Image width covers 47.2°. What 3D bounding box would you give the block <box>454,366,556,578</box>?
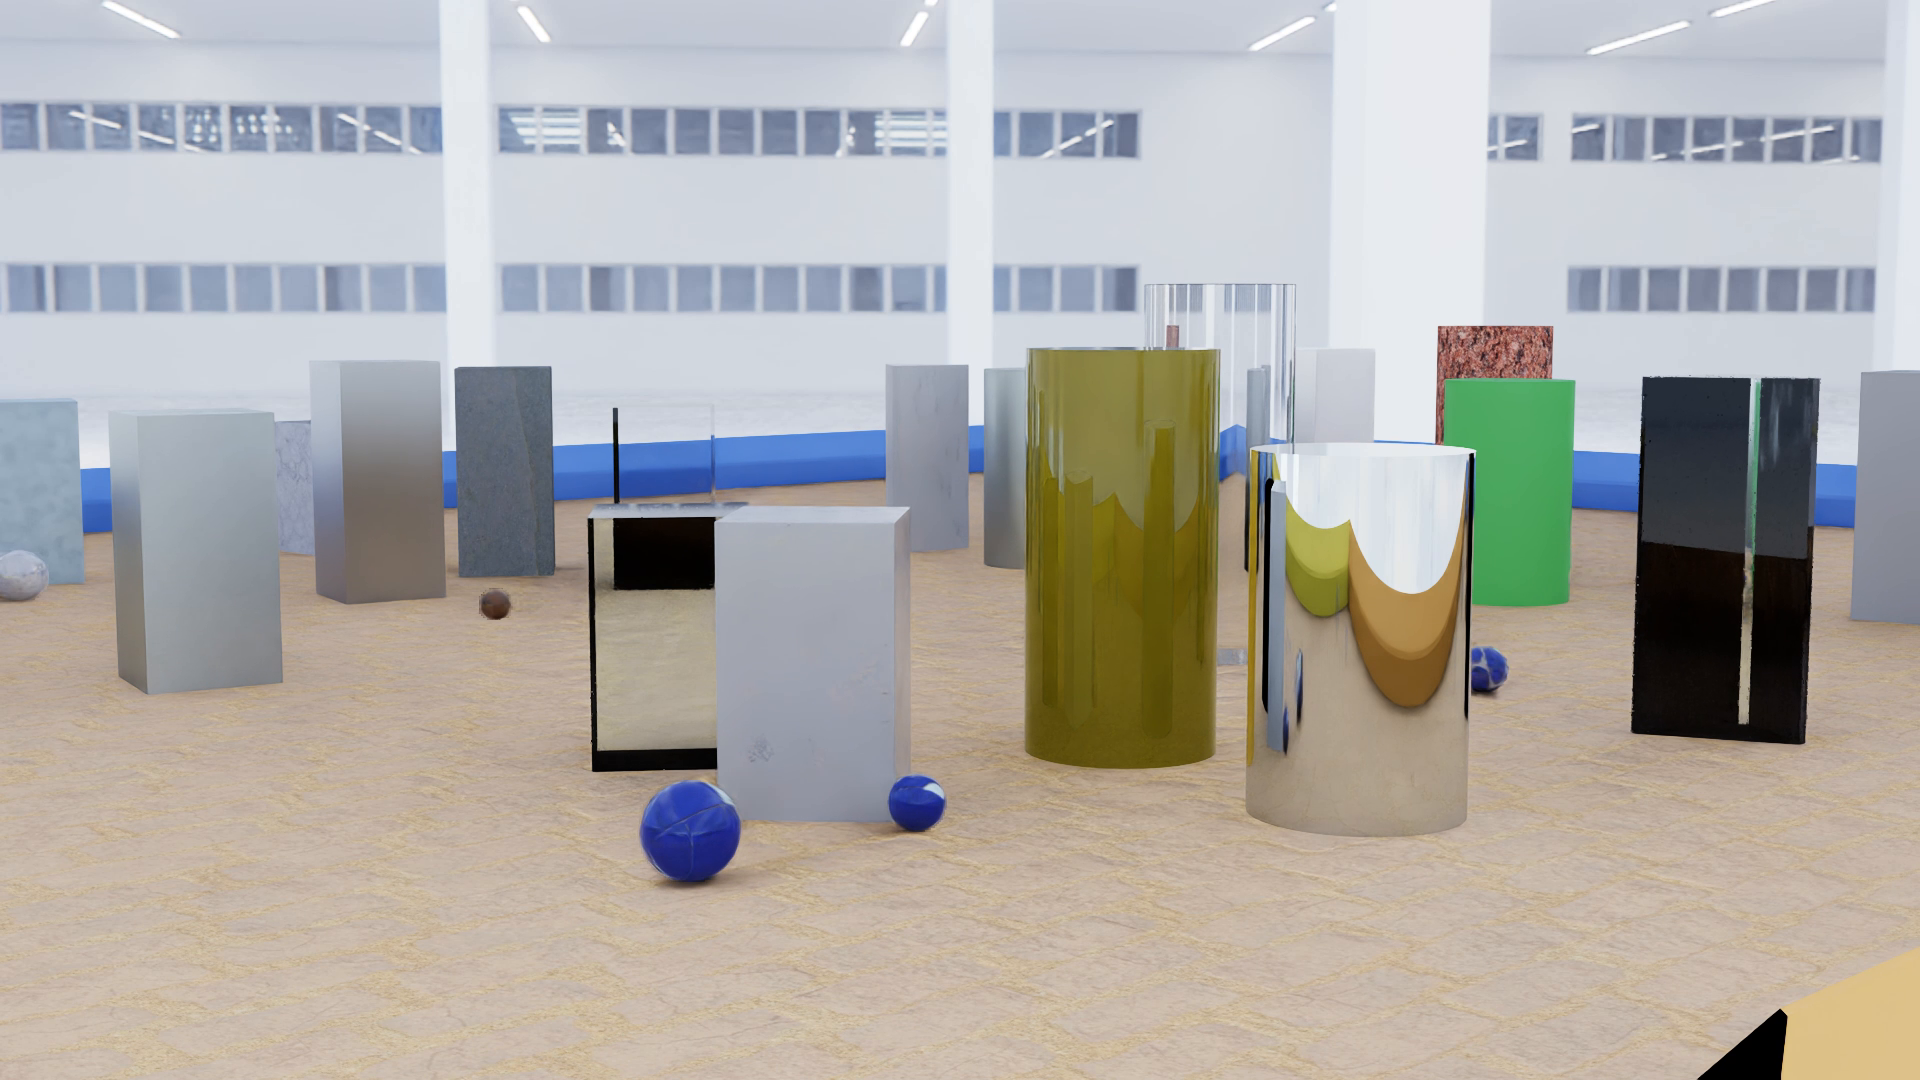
[{"bbox_3d":[-0.771,-0.120,3.738,0.156,0.347,0.156,-1,6,-9],"label":"block"}]

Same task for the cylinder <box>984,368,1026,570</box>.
[{"bbox_3d":[0.139,-0.128,3.847,0.194,0.342,0.194,0,6,0],"label":"cylinder"}]

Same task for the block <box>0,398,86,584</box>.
[{"bbox_3d":[-1.533,-0.081,3.615,0.156,0.296,0.156,-3,7,-25],"label":"block"}]

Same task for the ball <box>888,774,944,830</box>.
[{"bbox_3d":[-0.037,0.225,1.884,0.049,0.049,0.049,0,6,0],"label":"ball"}]

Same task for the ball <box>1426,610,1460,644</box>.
[{"bbox_3d":[0.645,0.116,2.937,0.045,0.045,0.045,0,6,0],"label":"ball"}]

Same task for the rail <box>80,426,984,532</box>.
[{"bbox_3d":[-1.323,-0.117,4.757,4.269,0.126,0.045,-5,8,-42],"label":"rail"}]

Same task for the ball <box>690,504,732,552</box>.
[{"bbox_3d":[-0.419,-0.022,3.760,0.082,0.082,0.082,0,6,0],"label":"ball"}]

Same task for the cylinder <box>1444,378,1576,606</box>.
[{"bbox_3d":[0.842,-0.078,3.385,0.194,0.337,0.194,0,6,0],"label":"cylinder"}]

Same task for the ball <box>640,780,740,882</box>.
[{"bbox_3d":[-0.211,0.227,1.718,0.079,0.079,0.079,0,6,0],"label":"ball"}]

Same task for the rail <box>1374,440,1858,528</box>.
[{"bbox_3d":[1.551,-0.116,4.756,0.045,0.126,3.948,-5,8,-42],"label":"rail"}]

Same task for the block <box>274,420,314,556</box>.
[{"bbox_3d":[-1.163,-0.101,4.078,0.156,0.238,0.156,5,8,42],"label":"block"}]

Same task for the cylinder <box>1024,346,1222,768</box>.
[{"bbox_3d":[0.162,0.011,2.214,0.194,0.406,0.194,0,6,0],"label":"cylinder"}]

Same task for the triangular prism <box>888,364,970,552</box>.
[{"bbox_3d":[-0.094,-0.157,4.118,0.168,0.343,0.146,-4,7,-37],"label":"triangular prism"}]

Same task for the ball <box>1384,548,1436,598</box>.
[{"bbox_3d":[0.697,0.050,3.409,0.078,0.078,0.078,0,6,0],"label":"ball"}]

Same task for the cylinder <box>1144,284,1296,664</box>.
[{"bbox_3d":[0.333,-0.090,2.836,0.194,0.476,0.194,0,6,0],"label":"cylinder"}]

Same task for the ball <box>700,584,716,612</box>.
[{"bbox_3d":[-0.363,0.085,3.255,0.041,0.041,0.041,0,6,0],"label":"ball"}]

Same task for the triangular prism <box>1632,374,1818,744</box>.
[{"bbox_3d":[0.814,0.013,2.337,0.168,0.375,0.146,2,6,21],"label":"triangular prism"}]

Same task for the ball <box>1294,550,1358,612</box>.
[{"bbox_3d":[0.539,0.060,3.242,0.093,0.093,0.093,0,6,0],"label":"ball"}]

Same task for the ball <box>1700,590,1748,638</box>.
[{"bbox_3d":[1.038,0.101,2.988,0.064,0.064,0.064,0,6,0],"label":"ball"}]

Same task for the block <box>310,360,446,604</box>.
[{"bbox_3d":[-0.905,-0.095,3.416,0.156,0.365,0.156,-4,7,-33],"label":"block"}]

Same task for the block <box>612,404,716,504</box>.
[{"bbox_3d":[-0.484,-0.077,3.616,0.156,0.288,0.156,0,6,-4],"label":"block"}]

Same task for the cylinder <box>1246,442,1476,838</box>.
[{"bbox_3d":[0.352,0.081,1.940,0.194,0.323,0.194,0,6,0],"label":"cylinder"}]

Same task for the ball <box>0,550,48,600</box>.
[{"bbox_3d":[-1.440,0.054,3.371,0.077,0.077,0.077,0,6,0],"label":"ball"}]

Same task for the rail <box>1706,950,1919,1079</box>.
[{"bbox_3d":[1.323,0.182,1.907,4.269,0.126,0.045,-5,8,-42],"label":"rail"}]

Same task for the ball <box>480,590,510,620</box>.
[{"bbox_3d":[-0.668,0.094,3.162,0.043,0.043,0.043,0,6,0],"label":"ball"}]

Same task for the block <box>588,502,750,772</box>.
[{"bbox_3d":[-0.287,0.093,2.196,0.156,0.246,0.156,-1,6,-6],"label":"block"}]

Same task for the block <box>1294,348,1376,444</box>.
[{"bbox_3d":[0.699,-0.190,4.307,0.156,0.369,0.156,-4,7,-34],"label":"block"}]

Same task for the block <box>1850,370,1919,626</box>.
[{"bbox_3d":[1.396,-0.064,3.163,0.156,0.355,0.156,5,8,41],"label":"block"}]

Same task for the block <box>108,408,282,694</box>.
[{"bbox_3d":[-0.917,0.008,2.637,0.156,0.323,0.156,-4,7,-32],"label":"block"}]

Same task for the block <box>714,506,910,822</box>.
[{"bbox_3d":[-0.129,0.107,1.982,0.156,0.262,0.156,0,6,4],"label":"block"}]

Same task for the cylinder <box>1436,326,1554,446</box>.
[{"bbox_3d":[0.924,-0.163,3.817,0.194,0.416,0.194,0,6,0],"label":"cylinder"}]

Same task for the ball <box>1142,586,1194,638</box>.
[{"bbox_3d":[0.282,0.097,2.981,0.069,0.069,0.069,0,6,0],"label":"ball"}]

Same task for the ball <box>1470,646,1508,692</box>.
[{"bbox_3d":[0.610,0.150,2.561,0.055,0.055,0.055,0,6,0],"label":"ball"}]
